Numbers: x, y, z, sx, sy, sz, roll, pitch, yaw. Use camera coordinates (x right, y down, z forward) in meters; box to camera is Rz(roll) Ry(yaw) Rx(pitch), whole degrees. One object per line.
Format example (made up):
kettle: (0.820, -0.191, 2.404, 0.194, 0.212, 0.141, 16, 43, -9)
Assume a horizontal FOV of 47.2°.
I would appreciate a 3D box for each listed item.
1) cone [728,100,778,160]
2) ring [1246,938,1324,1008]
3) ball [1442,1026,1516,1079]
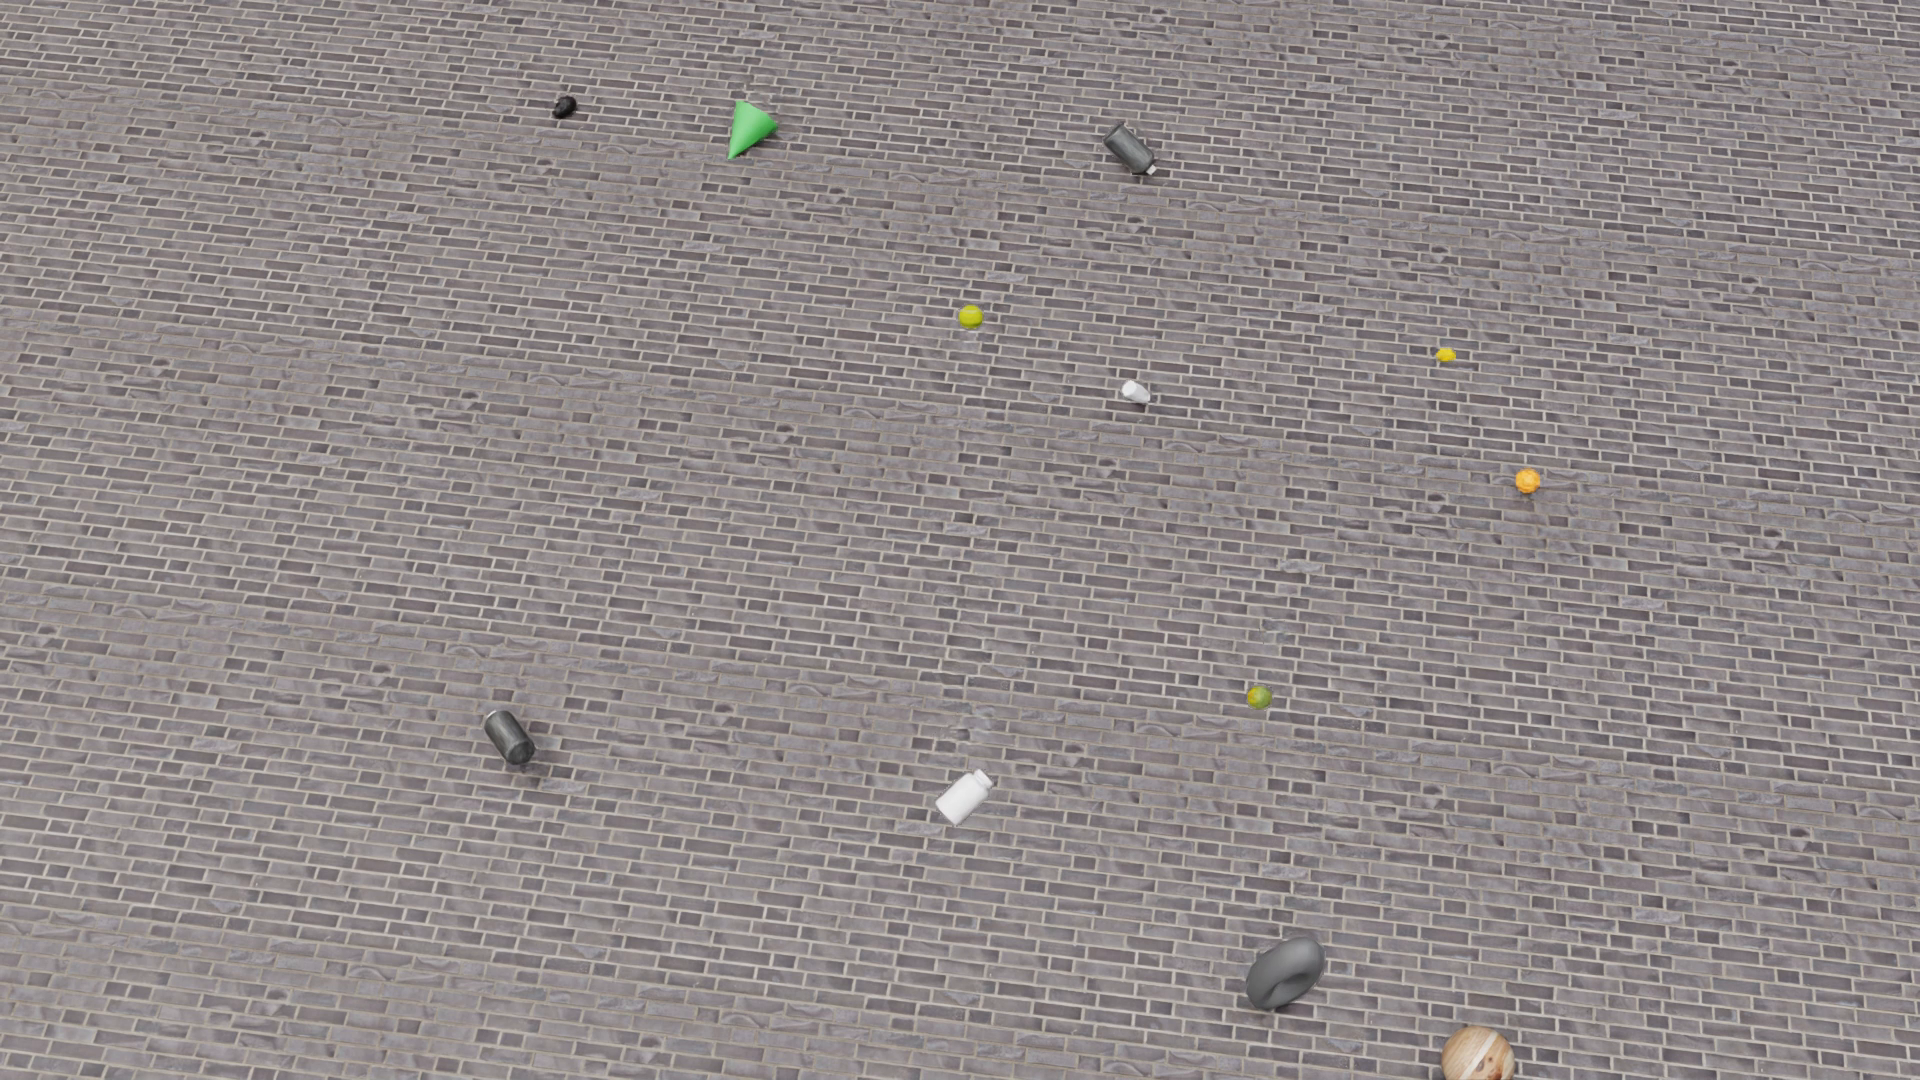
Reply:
cone: (-0.736, -1.363, 7.440, 0.165, 0.180, 0.188, 33, 86, -17)
ring: (0.827, 1.106, 5.611, 0.171, 0.374, 0.087, -3, 59, -15)
ball: (1.314, 1.324, 5.575, 0.184, 0.184, 0.184, 0, 56, 0)
